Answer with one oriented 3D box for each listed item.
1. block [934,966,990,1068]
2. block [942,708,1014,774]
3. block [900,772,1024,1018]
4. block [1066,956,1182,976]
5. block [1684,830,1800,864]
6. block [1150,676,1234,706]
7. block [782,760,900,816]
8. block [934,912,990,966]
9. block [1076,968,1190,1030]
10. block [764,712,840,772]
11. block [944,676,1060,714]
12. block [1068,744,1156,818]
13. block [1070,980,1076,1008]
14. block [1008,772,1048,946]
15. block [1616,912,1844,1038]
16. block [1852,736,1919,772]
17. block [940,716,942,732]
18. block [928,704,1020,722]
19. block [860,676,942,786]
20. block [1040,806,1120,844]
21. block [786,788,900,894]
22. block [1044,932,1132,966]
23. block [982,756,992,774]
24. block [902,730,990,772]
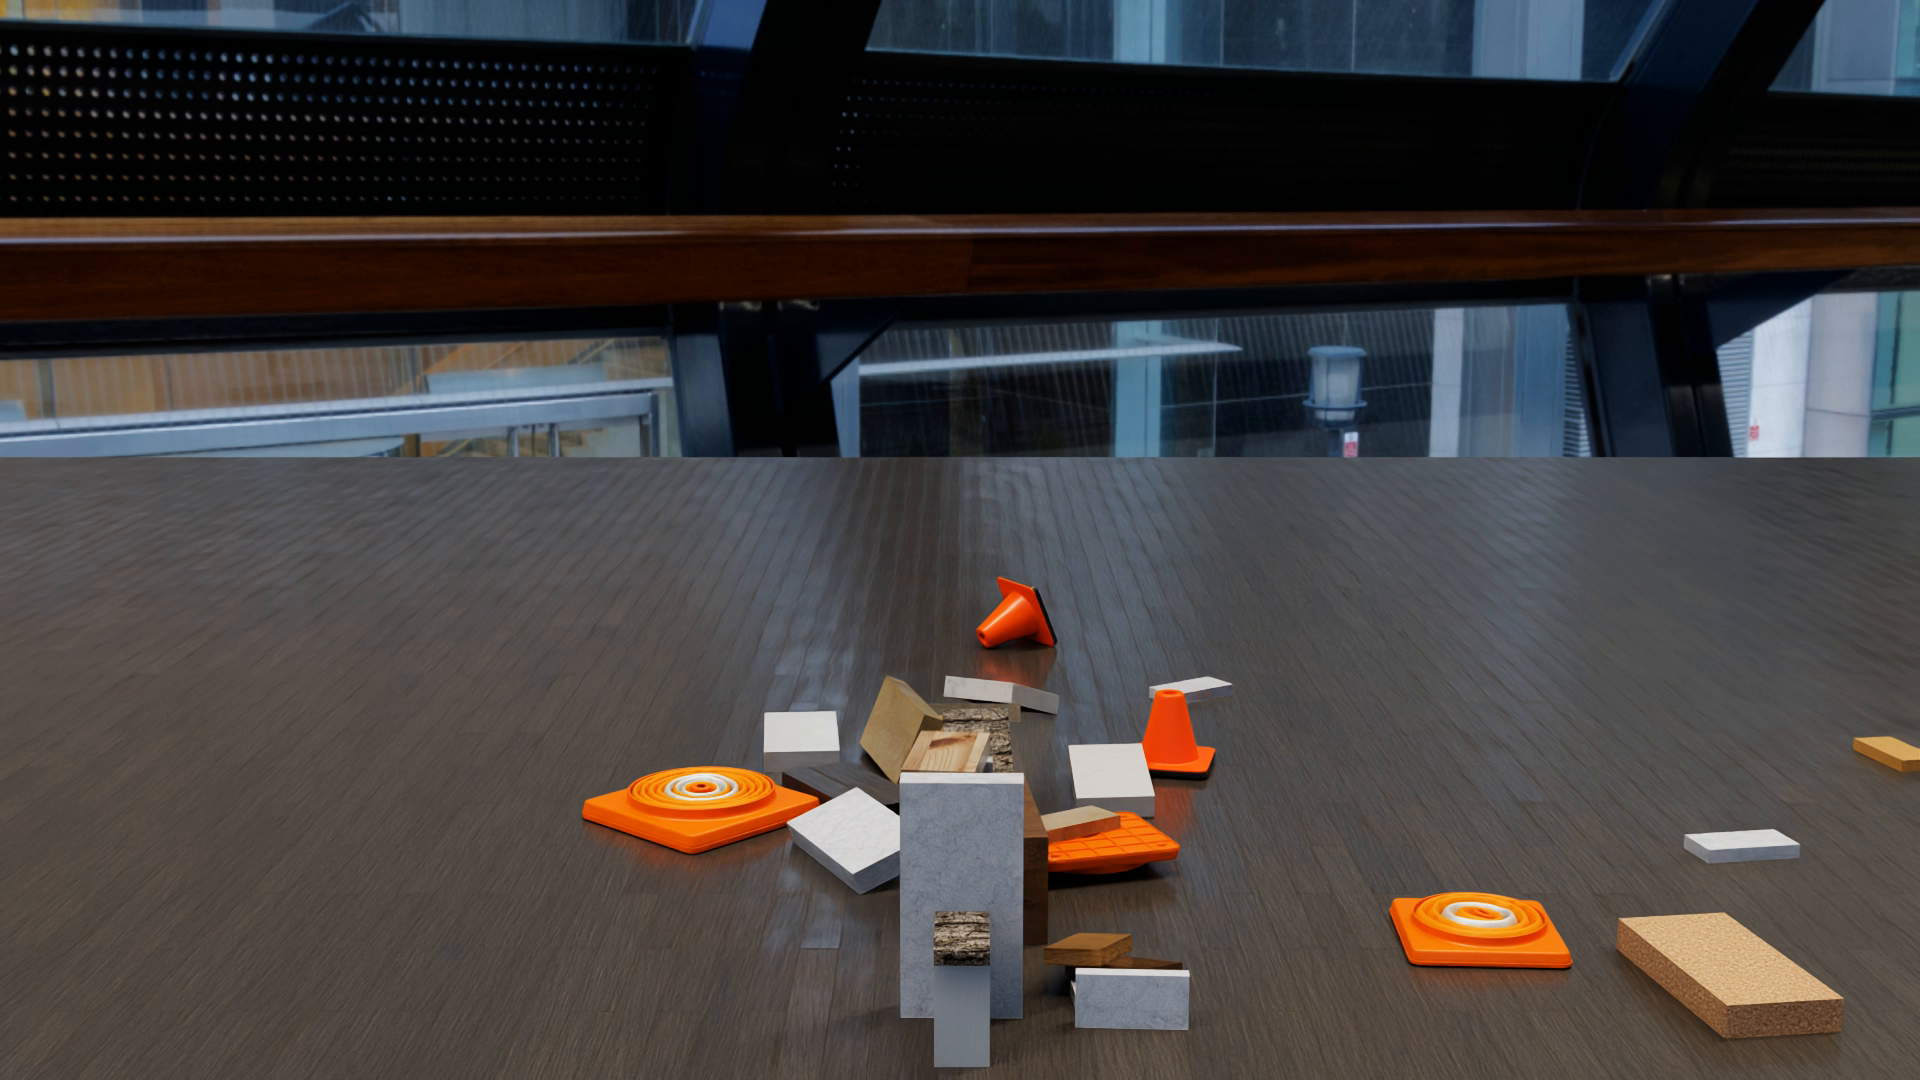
[{"bbox_3d":[0.003,0.640,2.985,0.076,0.151,0.021,0,11,0],"label":"block"},{"bbox_3d":[0.032,0.397,4.060,0.124,0.035,0.247,-1,30,-1],"label":"block"},{"bbox_3d":[0.003,0.509,3.146,0.175,0.350,0.050,0,11,1],"label":"block"},{"bbox_3d":[0.242,0.635,3.256,0.160,0.023,0.080,-4,-4,45],"label":"block"},{"bbox_3d":[1.377,0.539,3.875,0.173,0.024,0.086,-2,11,-10],"label":"block"},{"bbox_3d":[0.521,0.340,4.951,0.173,0.024,0.086,-7,13,-34],"label":"block"},{"bbox_3d":[-0.203,0.481,4.145,0.145,0.041,0.290,-7,12,-32],"label":"block"},{"bbox_3d":[0.003,0.546,3.019,0.076,0.021,0.151,0,11,0],"label":"block"},{"bbox_3d":[0.244,0.651,3.120,0.160,0.080,0.023,1,11,3],"label":"block"},{"bbox_3d":[-0.326,0.412,4.510,0.150,0.043,0.301,-1,11,-5],"label":"block"},{"bbox_3d":[0.092,0.332,4.685,0.150,0.043,0.301,4,-7,22],"label":"block"},{"bbox_3d":[0.287,0.459,4.203,0.145,0.041,0.290,-2,14,0],"label":"block"},{"bbox_3d":[0.245,0.664,3.208,0.160,0.023,0.080,-1,11,-5],"label":"block"},{"bbox_3d":[0.098,0.515,3.593,0.050,0.175,0.350,-1,11,-5],"label":"block"},{"bbox_3d":[1.133,0.641,3.259,0.175,0.050,0.350,-2,11,-8],"label":"block"},{"bbox_3d":[1.894,0.433,4.452,0.083,0.023,0.166,-2,11,-11],"label":"block"},{"bbox_3d":[0.003,0.423,4.303,0.132,0.037,0.264,0,24,1],"label":"block"},{"bbox_3d":[0.019,0.359,4.573,0.132,0.037,0.264,2,-5,-18],"label":"block"},{"bbox_3d":[-0.118,0.382,4.365,0.043,0.150,0.319,21,4,-18],"label":"block"},{"bbox_3d":[0.191,0.498,3.851,0.166,0.023,0.083,-7,10,-34],"label":"block"},{"bbox_3d":[-0.176,0.519,3.816,0.145,0.041,0.307,-25,19,-20],"label":"block"},{"bbox_3d":[0.194,0.615,3.304,0.086,0.024,0.173,-2,-3,20],"label":"block"},{"bbox_3d":[-0.004,0.476,3.646,0.116,0.232,0.033,0,11,0],"label":"block"},{"bbox_3d":[-0.021,0.357,3.560,0.116,0.033,0.232,1,10,7],"label":"block"}]
